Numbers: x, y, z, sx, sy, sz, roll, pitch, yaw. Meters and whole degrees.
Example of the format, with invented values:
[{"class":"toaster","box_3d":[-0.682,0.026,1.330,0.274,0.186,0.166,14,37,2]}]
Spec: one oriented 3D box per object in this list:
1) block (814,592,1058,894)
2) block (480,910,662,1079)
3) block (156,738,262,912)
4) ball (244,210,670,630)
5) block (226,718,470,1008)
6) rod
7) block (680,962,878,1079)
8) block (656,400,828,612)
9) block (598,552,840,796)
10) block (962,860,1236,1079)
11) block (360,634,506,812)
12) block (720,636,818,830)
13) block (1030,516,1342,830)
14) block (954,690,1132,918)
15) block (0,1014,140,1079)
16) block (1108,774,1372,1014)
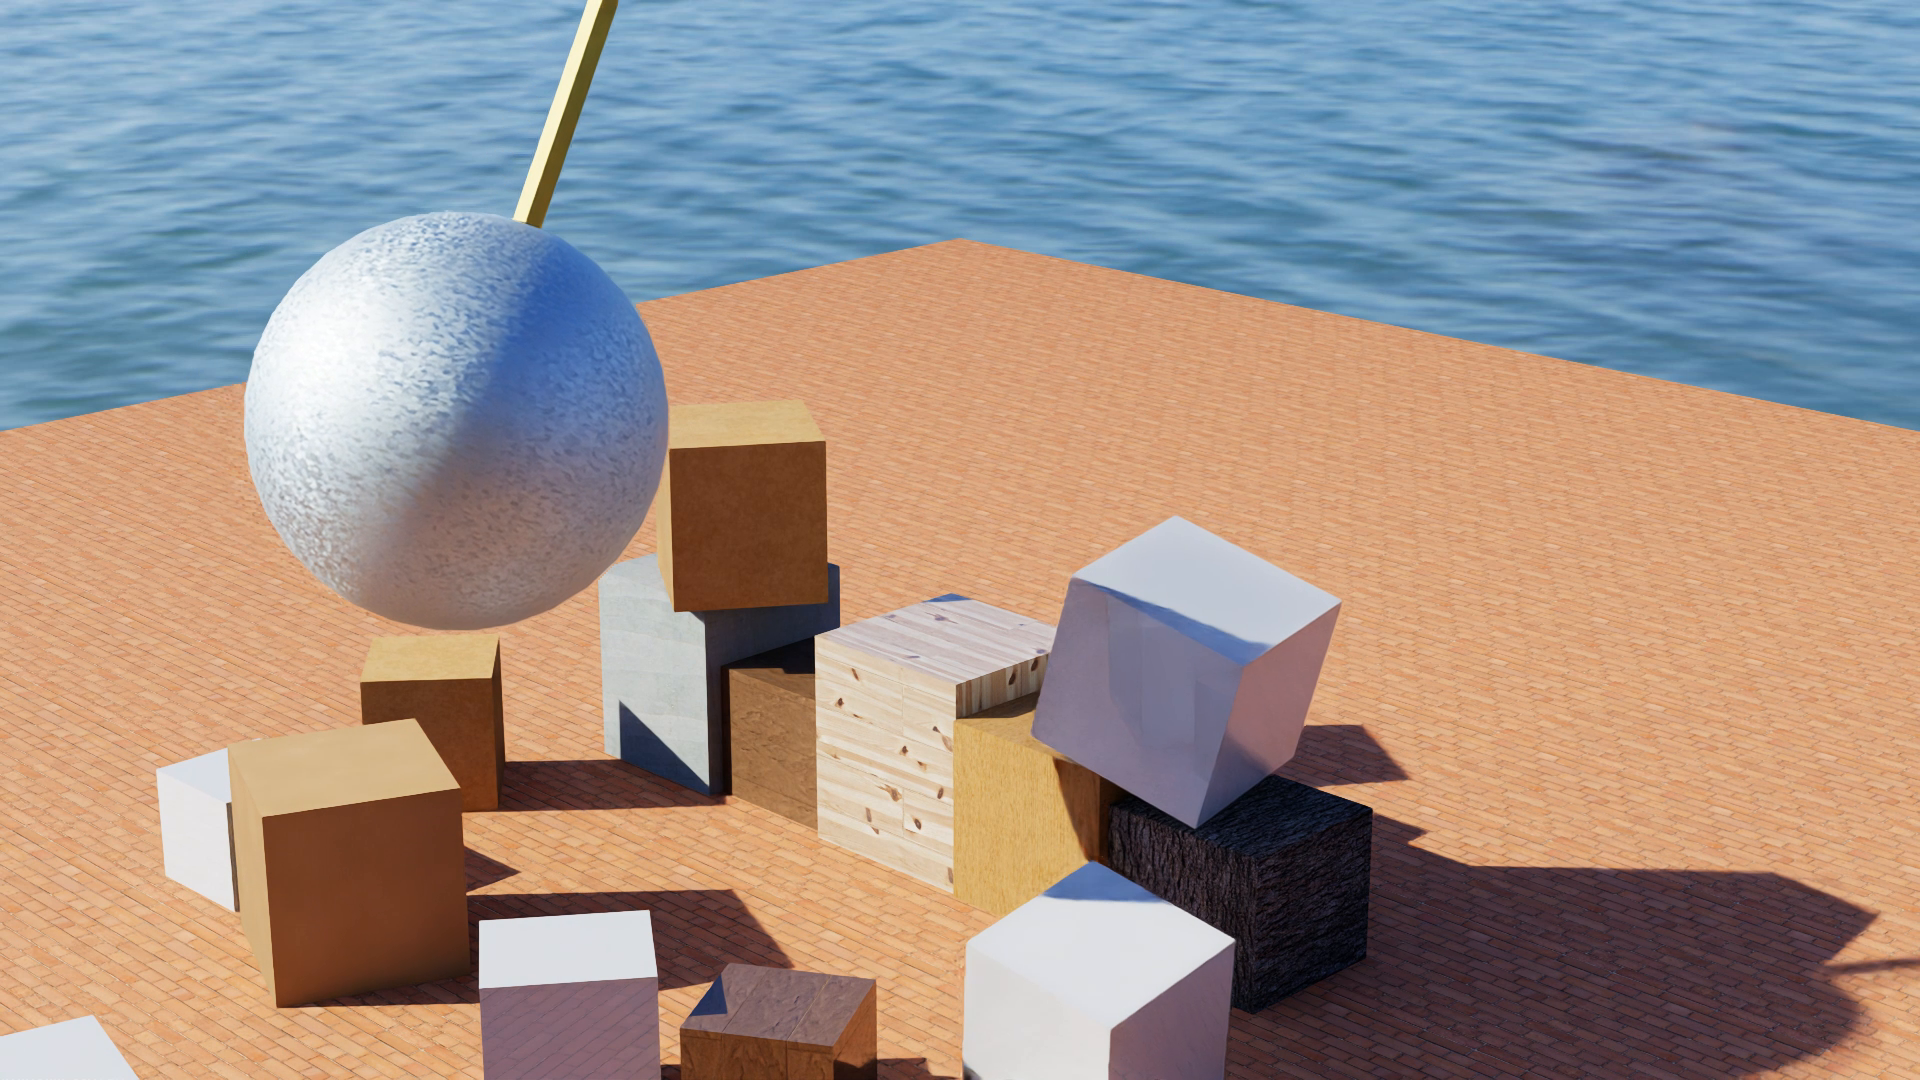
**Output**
[{"class":"block","box_3d":[-0.030,0.929,13.706,0.889,1.010,0.926,-17,24,-42]},{"class":"block","box_3d":[-1.497,1.874,11.261,0.657,0.672,0.596,-3,18,-8]},{"class":"block","box_3d":[-3.249,1.291,13.363,0.573,0.524,0.543,16,24,42]},{"class":"ball","box_3d":[-1.913,-0.453,11.194,1.600,1.600,1.600,0,17,0]},{"class":"block","box_3d":[-2.624,1.366,12.569,0.819,0.858,0.875,-7,19,-21]},{"class":"rod","box_3d":[-0.829,-3.673,11.318,0.080,5.200,0.080,17,-3,42]},{"class":"block","box_3d":[-0.681,1.993,11.148,0.595,0.512,0.572,4,18,14]},{"class":"block","box_3d":[-1.075,-0.178,14.285,0.743,0.809,0.783,-3,18,-11]},{"class":"block","box_3d":[-1.204,0.605,14.783,0.884,0.982,0.818,-17,24,-42]},{"class":"block","box_3d":[0.517,1.798,11.076,0.704,0.716,0.716,26,39,35]},{"class":"block","box_3d":[-2.572,0.895,14.358,0.620,0.682,0.639,-2,18,-5]},{"class":"block","box_3d":[-0.638,0.922,14.314,0.747,0.658,0.729,-17,24,-42]},{"class":"block","box_3d":[0.959,0.545,12.473,0.853,0.811,0.847,28,32,25]},{"class":"block","box_3d":[0.605,1.200,13.111,0.920,0.848,0.878,-17,24,-42]},{"class":"block","box_3d":[-3.233,2.178,10.300,0.624,0.669,0.687,-10,20,-30]},{"class":"block","box_3d":[1.190,1.461,12.534,0.763,0.697,0.817,-17,24,-42]}]
